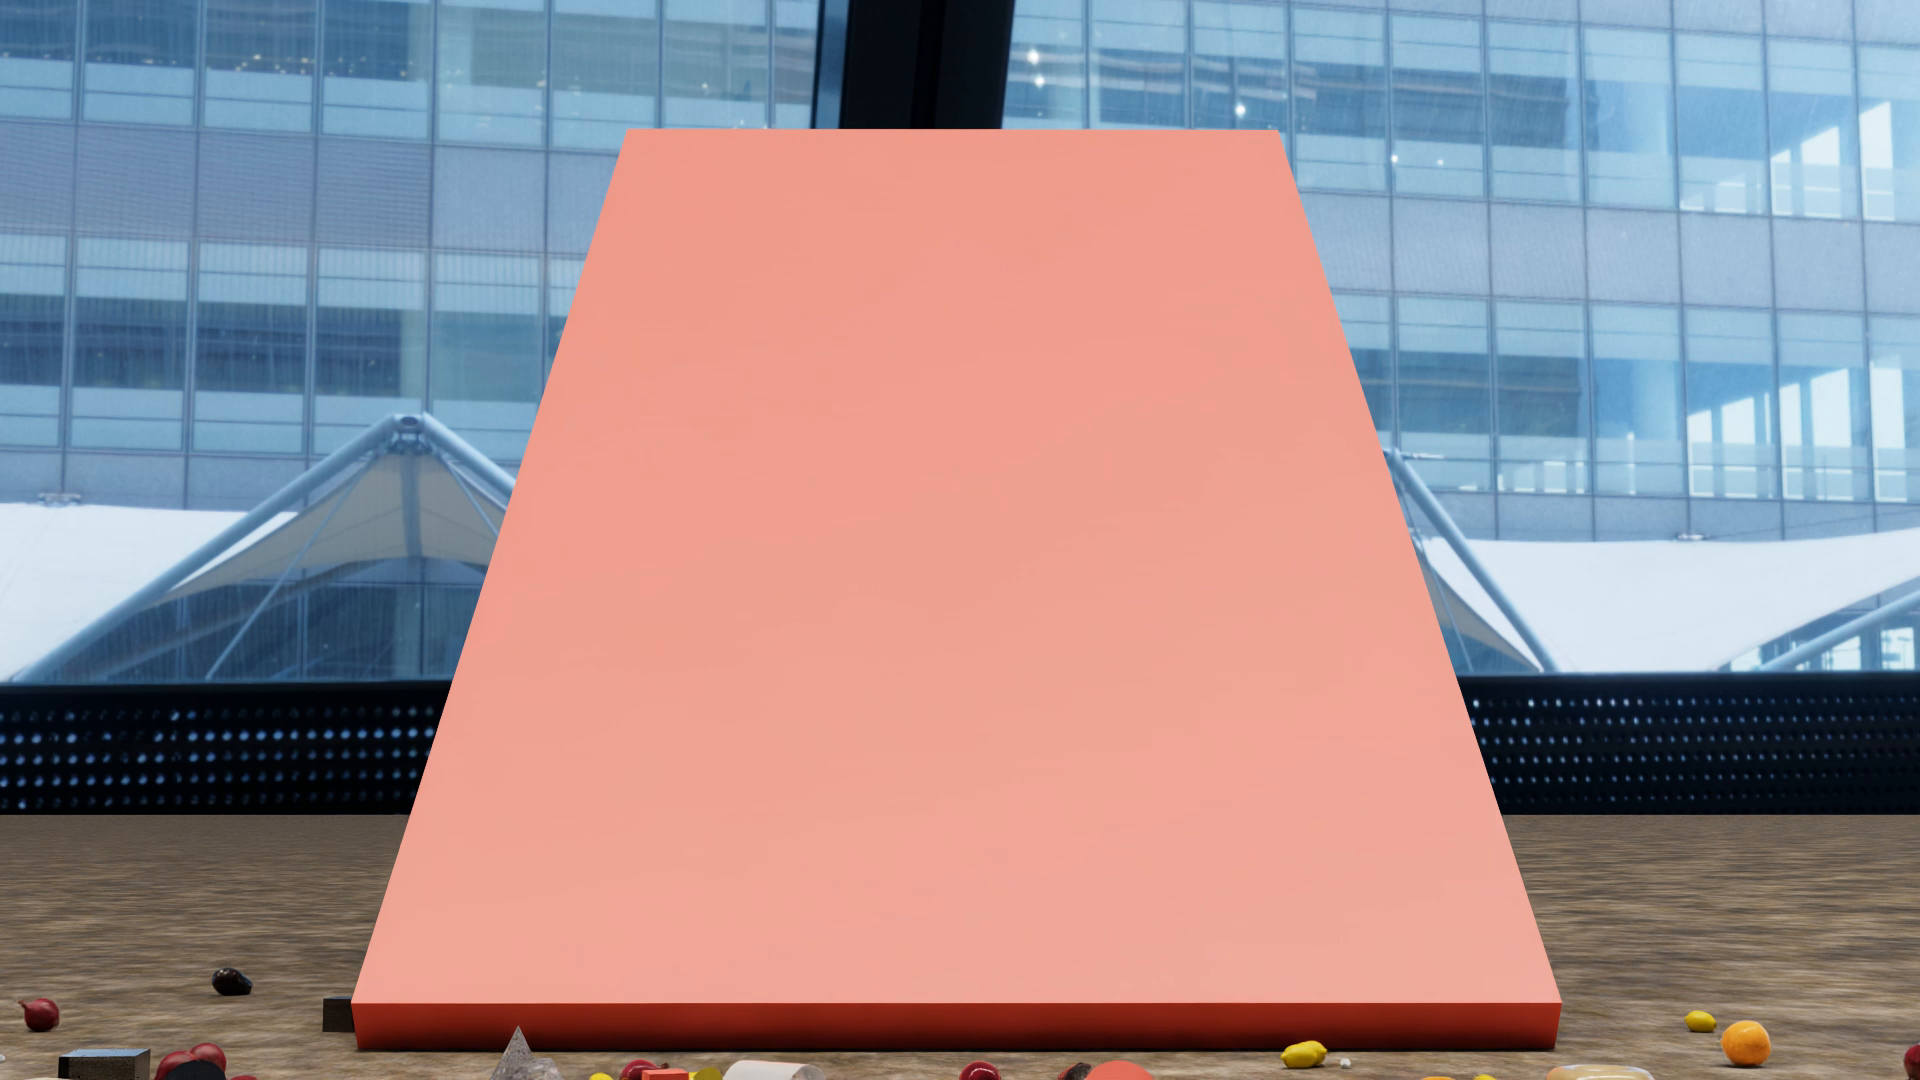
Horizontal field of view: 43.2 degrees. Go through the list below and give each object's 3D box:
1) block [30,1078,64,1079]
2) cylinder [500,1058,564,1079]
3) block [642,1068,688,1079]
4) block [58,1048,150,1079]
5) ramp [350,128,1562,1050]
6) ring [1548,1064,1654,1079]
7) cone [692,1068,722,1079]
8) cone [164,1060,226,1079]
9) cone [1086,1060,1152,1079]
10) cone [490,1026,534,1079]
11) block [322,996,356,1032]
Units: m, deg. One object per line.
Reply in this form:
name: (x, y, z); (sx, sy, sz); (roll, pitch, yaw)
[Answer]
block: (-1.052, 0.663, 2.758); (0.088, 0.088, 0.088); (-4, -8, 32)
cylinder: (-0.486, 0.654, 2.789); (0.081, 0.081, 0.081); (-28, -27, -16)
block: (-0.391, 0.731, 3.210); (0.052, 0.052, 0.052); (2, -7, -18)
block: (-1.081, 0.694, 3.059); (0.092, 0.092, 0.092); (1, -6, -7)
ramp: (-0.013, -0.206, 5.749); (2.000, 0.100, 4.000); (0, 30, 0)
ring: (0.871, 0.742, 3.293); (0.148, 0.049, 0.148); (0, -8, 0)
cone: (-0.330, 0.753, 3.289); (0.057, 0.057, 0.057); (-4, -34, 35)
cone: (-0.953, 0.720, 3.062); (0.095, 0.095, 0.095); (-1, -33, 9)
cone: (0.198, 0.715, 3.025); (0.098, 0.098, 0.098); (0, -33, 2)
cone: (-0.617, 0.726, 3.378); (0.099, 0.099, 0.099); (0, -6, 0)
block: (-1.111, 0.858, 4.382); (0.059, 0.059, 0.059); (-2, -7, 17)
